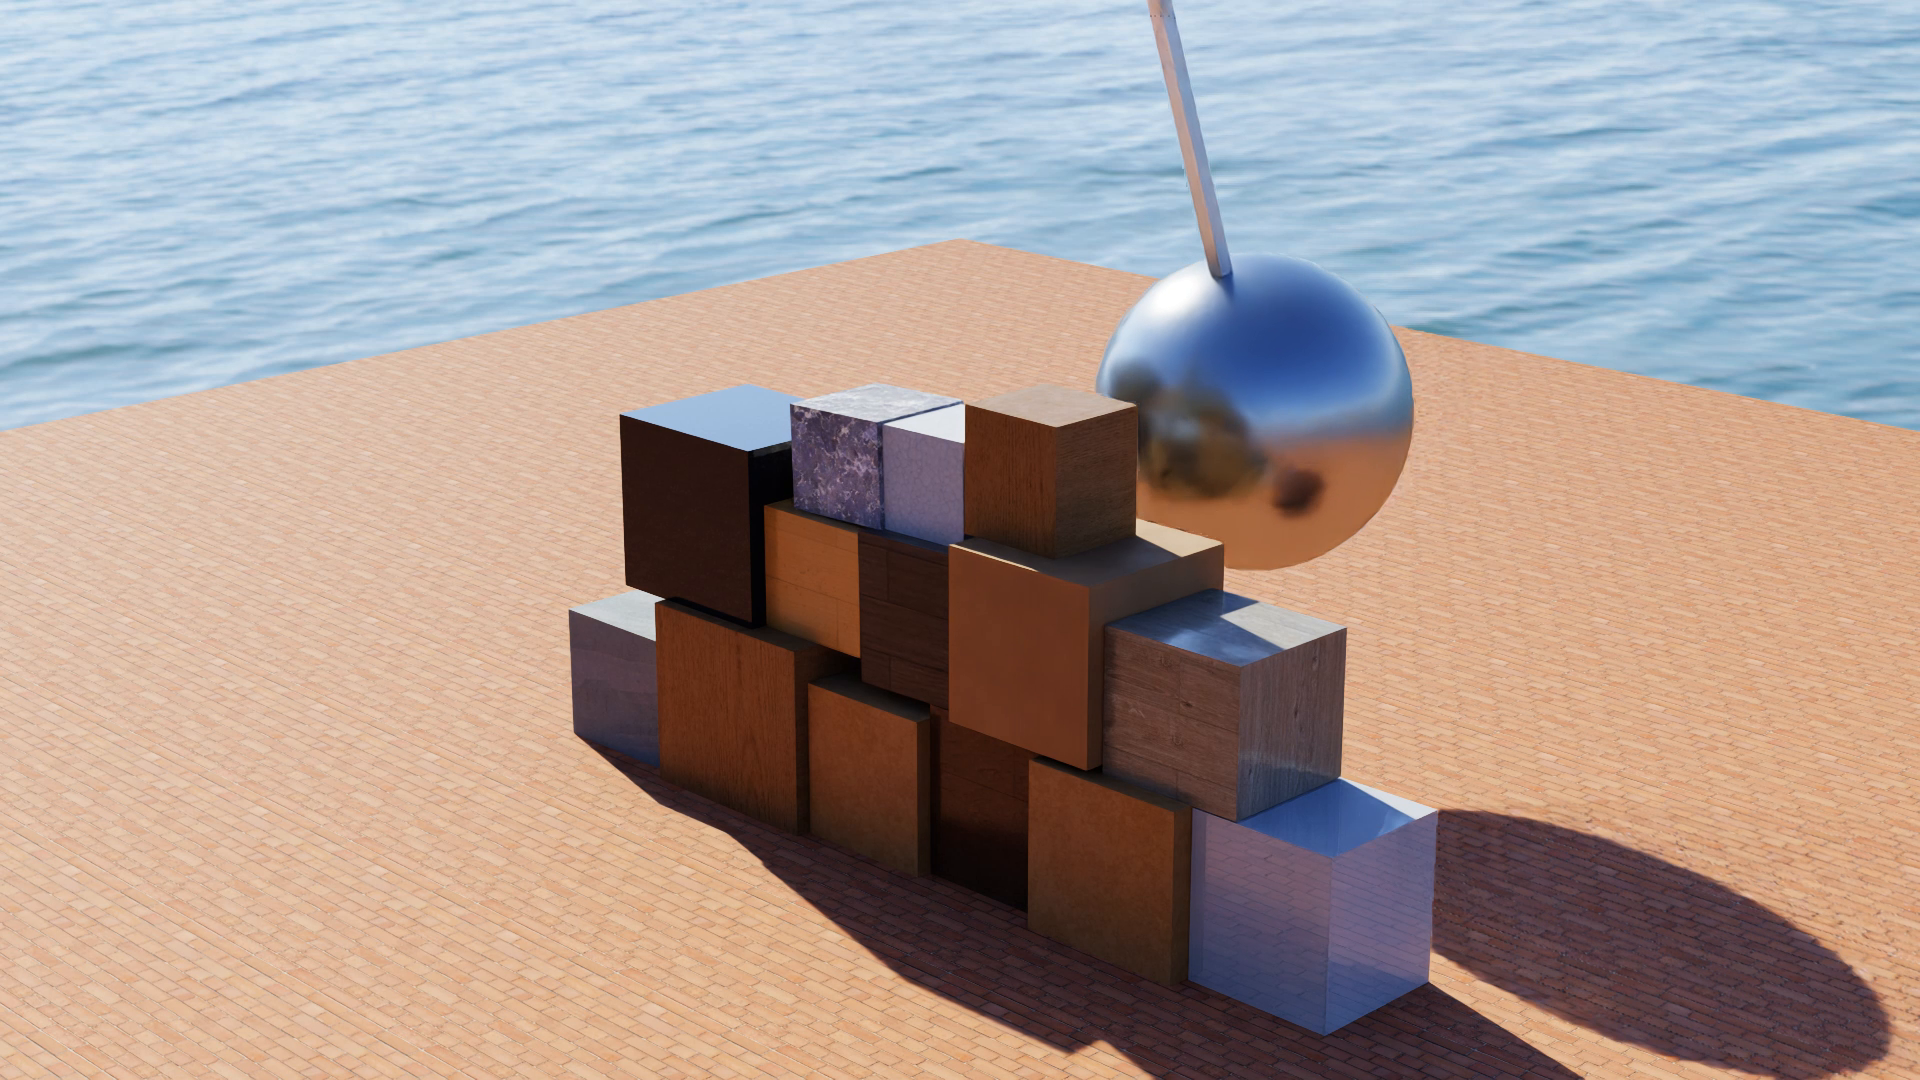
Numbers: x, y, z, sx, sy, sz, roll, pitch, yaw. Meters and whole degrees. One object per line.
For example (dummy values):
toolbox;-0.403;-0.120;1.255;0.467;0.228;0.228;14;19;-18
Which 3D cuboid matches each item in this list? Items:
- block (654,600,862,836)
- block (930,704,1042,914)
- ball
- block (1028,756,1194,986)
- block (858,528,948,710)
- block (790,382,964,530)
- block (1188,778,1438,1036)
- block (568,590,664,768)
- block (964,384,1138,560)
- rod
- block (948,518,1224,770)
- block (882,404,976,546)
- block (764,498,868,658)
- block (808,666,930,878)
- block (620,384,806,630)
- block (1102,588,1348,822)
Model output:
block;-0.801;0.756;14.394;0.929;0.927;1.017;-17;24;-42
block;0.354;1.140;13.334;0.675;0.830;0.706;-17;24;-42
ball;1.467;-0.644;14.677;1.600;1.600;1.600;0;17;0
block;0.894;1.326;12.805;0.856;0.793;0.831;-17;24;-42
block;0.017;0.294;13.441;0.690;0.727;0.658;-17;23;-42
block;-0.379;-0.397;13.641;0.554;0.504;0.586;-17;22;-42
block;1.475;1.491;12.292;0.705;0.785;0.731;-17;24;-42
block;-1.442;0.678;15.057;0.776;0.678;0.798;-17;24;-42
block;0.398;-0.308;12.836;0.518;0.590;0.547;-17;24;-42
rod;0.636;-3.438;12.927;0.080;5.200;0.080;17;44;42
block;0.553;0.409;12.909;0.874;0.820;0.831;-17;24;-42
block;0.010;-0.290;13.265;0.498;0.493;0.508;-17;23;-42
block;-0.454;0.120;13.873;0.672;0.599;0.649;-17;24;-42
block;-0.166;1.021;13.831;0.809;0.759;0.732;-17;24;-42
block;-1.028;-0.183;14.368;0.832;0.879;0.952;-17;24;-42
block;1.116;0.682;12.406;0.695;0.675;0.739;-17;24;-42
